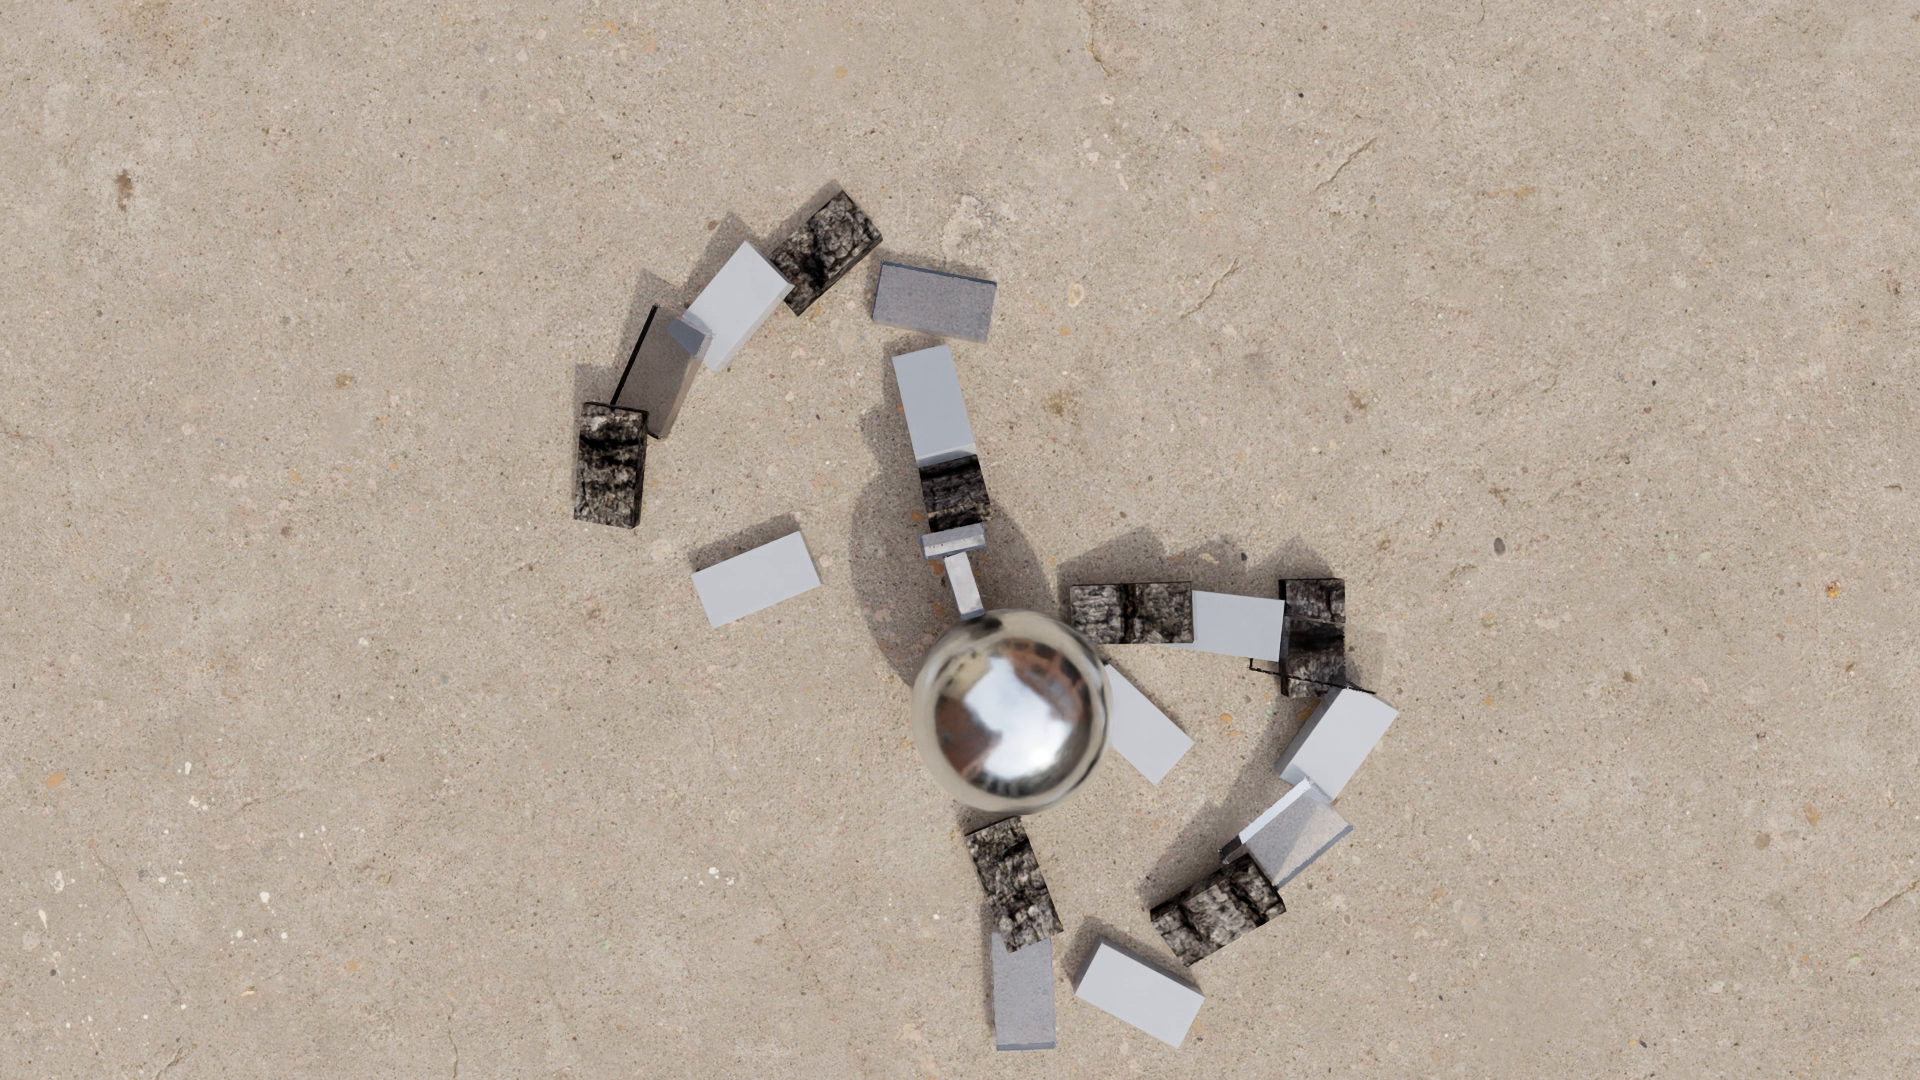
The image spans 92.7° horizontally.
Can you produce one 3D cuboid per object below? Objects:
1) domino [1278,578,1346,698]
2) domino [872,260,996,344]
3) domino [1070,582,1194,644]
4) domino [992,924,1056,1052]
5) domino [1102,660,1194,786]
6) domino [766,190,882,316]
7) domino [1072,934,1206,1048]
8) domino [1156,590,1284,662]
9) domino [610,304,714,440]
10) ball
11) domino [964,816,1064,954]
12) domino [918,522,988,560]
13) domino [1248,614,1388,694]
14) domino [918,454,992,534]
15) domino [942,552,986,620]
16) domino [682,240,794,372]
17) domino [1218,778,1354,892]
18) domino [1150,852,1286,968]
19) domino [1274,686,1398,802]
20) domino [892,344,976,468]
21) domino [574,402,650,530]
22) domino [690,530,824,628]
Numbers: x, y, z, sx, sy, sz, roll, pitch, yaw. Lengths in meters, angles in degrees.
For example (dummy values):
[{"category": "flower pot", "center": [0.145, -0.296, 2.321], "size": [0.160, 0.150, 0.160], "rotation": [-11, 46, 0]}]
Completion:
[{"category": "domino", "center": [0.152, 0.042, 0.395], "size": [0.025, 0.010, 0.050], "rotation": [-1, 90, 0]}, {"category": "domino", "center": [-0.011, -0.102, 0.395], "size": [0.050, 0.010, 0.025], "rotation": [10, 90, 0]}, {"category": "domino", "center": [0.073, 0.031, 0.388], "size": [0.050, 0.010, 0.025], "rotation": [-3, 90, 17]}, {"category": "domino", "center": [0.027, 0.192, 0.395], "size": [0.025, 0.010, 0.050], "rotation": [-2, 90, 0]}, {"category": "domino", "center": [0.073, 0.079, 0.395], "size": [0.050, 0.010, 0.025], "rotation": [43, 90, 0]}, {"category": "domino", "center": [-0.061, -0.123, 0.395], "size": [0.050, 0.010, 0.025], "rotation": [-42, 90, 0]}, {"category": "domino", "center": [0.077, 0.194, 0.395], "size": [0.050, 0.010, 0.025], "rotation": [28, 90, 0]}, {"category": "domino", "center": [0.109, 0.035, 0.387], "size": [0.050, 0.010, 0.025], "rotation": [6, 90, 21]}, {"category": "domino", "center": [-0.127, -0.071, 0.389], "size": [0.025, 0.010, 0.050], "rotation": [30, 104, 0]}, {"category": "ball", "center": [0.021, 0.067, 0.360], "size": [0.080, 0.080, 0.080], "rotation": [0, 90, 0]}, {"category": "domino", "center": [0.023, 0.145, 0.390], "size": [0.025, 0.009, 0.050], "rotation": [-21, 79, -4]}, {"category": "domino", "center": [-0.003, 0.000, 0.375], "size": [0.025, 0.050, 0.010], "rotation": [-12, 92, 0]}, {"category": "domino", "center": [0.148, 0.046, 0.380], "size": [0.050, 0.009, 0.025], "rotation": [9, 94, 30]}, {"category": "domino", "center": [-0.003, -0.024, 0.377], "size": [0.025, 0.050, 0.009], "rotation": [-12, 127, 0]}, {"category": "domino", "center": [0.001, 0.018, 0.375], "size": [0.009, 0.050, 0.025], "rotation": [-18, 90, 0]}, {"category": "domino", "center": [-0.097, -0.099, 0.390], "size": [0.025, 0.009, 0.050], "rotation": [45, 103, 0]}, {"category": "domino", "center": [0.138, 0.128, 0.390], "size": [0.025, 0.010, 0.050], "rotation": [44, 103, 0]}, {"category": "domino", "center": [0.109, 0.158, 0.390], "size": [0.050, 0.010, 0.025], "rotation": [-36, 92, 13]}, {"category": "domino", "center": [0.159, 0.085, 0.389], "size": [0.025, 0.010, 0.050], "rotation": [30, 104, -1]}, {"category": "domino", "center": [-0.011, -0.057, 0.386], "size": [0.025, 0.009, 0.050], "rotation": [-14, 67, 0]}, {"category": "domino", "center": [-0.148, -0.032, 0.390], "size": [0.025, 0.010, 0.050], "rotation": [10, 103, 0]}, {"category": "domino", "center": [-0.087, 0.017, 0.395], "size": [0.050, 0.009, 0.025], "rotation": [-22, 90, 0]}]
